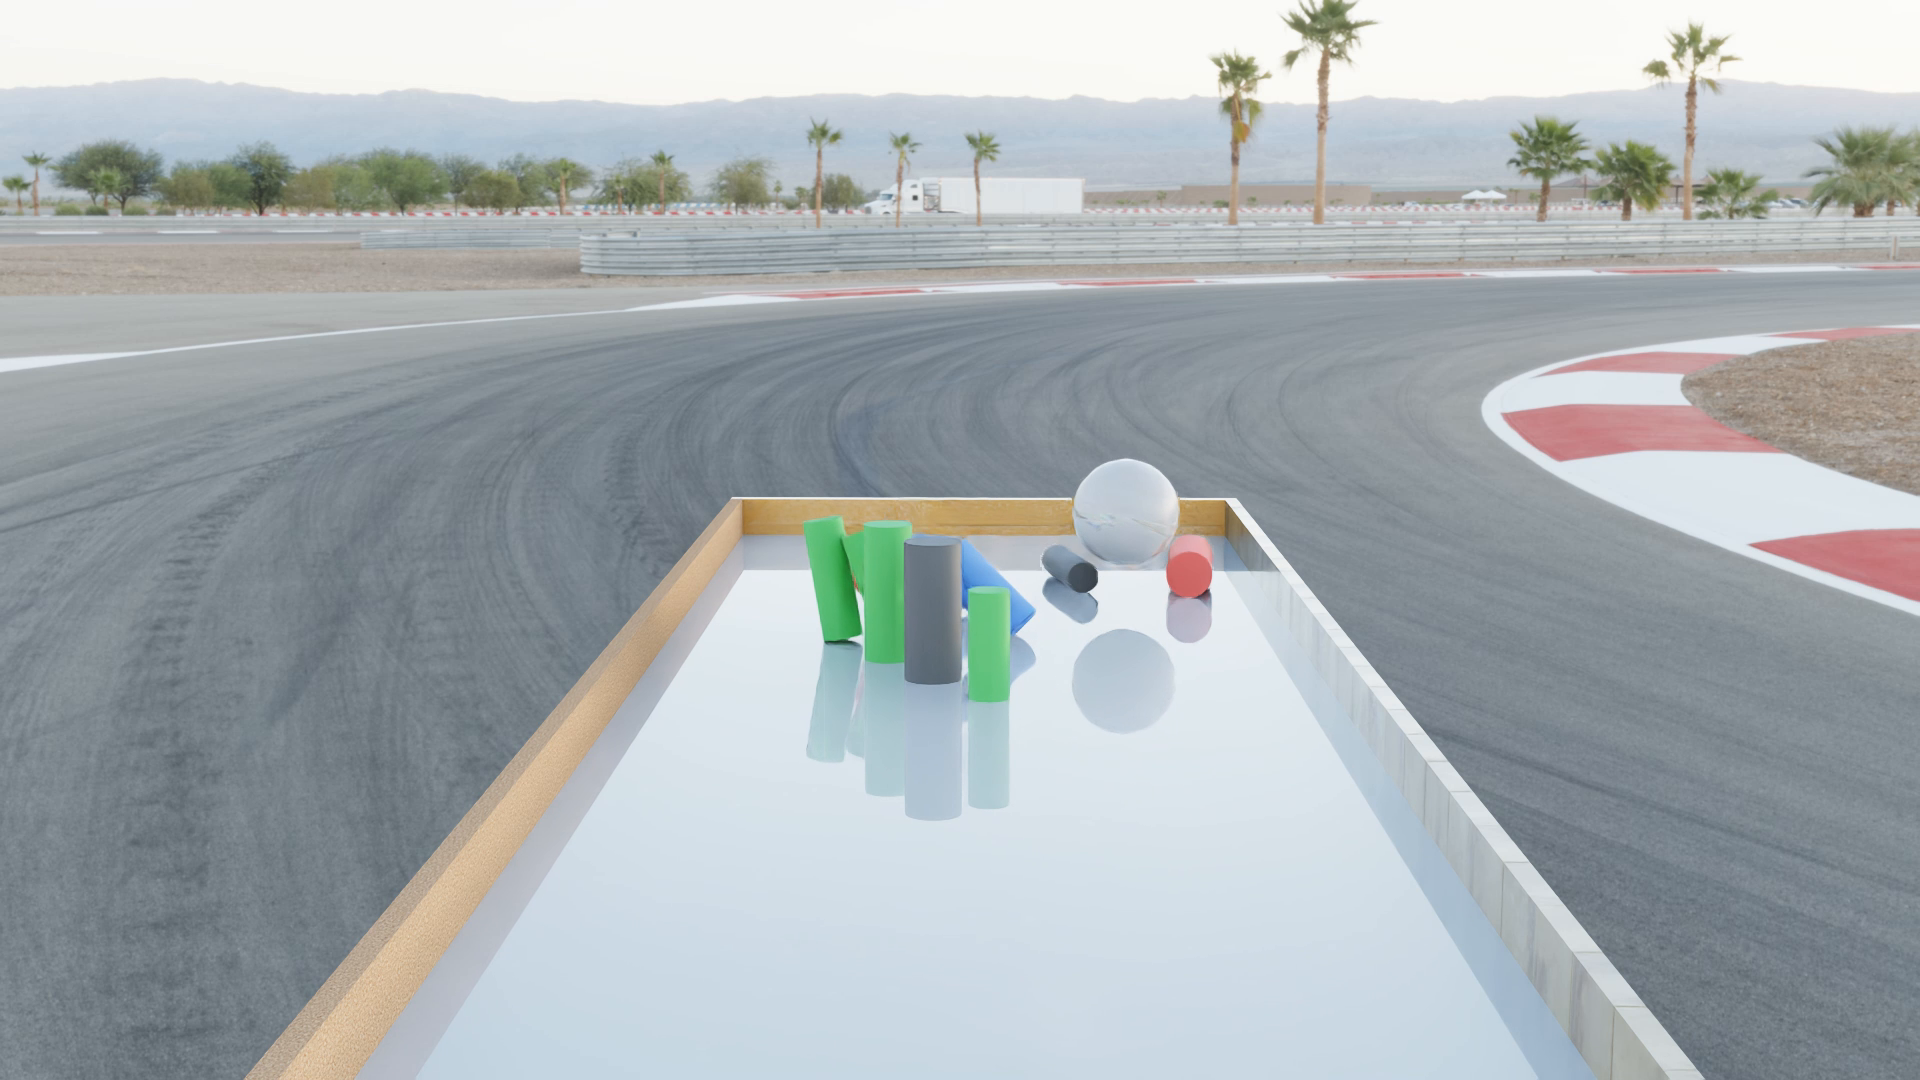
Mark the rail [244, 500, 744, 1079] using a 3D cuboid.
[{"bbox_3d":[-1.004,0.839,3.234,0.050,0.150,12.000,0,9,1],"label":"rail"}]

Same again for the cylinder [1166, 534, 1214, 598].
[{"bbox_3d":[0.828,0.091,7.915,0.164,0.164,0.399,1,9,7],"label":"cylinder"}]

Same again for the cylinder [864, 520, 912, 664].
[{"bbox_3d":[-0.219,0.157,6.691,0.147,0.416,0.147,0,9,0],"label":"cylinder"}]

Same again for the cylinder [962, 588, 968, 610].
[{"bbox_3d":[-0.098,0.103,7.538,0.450,0.140,0.140,25,22,32],"label":"cylinder"}]

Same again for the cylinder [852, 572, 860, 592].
[{"bbox_3d":[-0.244,0.159,7.152,0.136,0.136,0.352,-7,35,-37],"label":"cylinder"}]

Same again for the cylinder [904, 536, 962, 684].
[{"bbox_3d":[-0.079,0.205,6.417,0.169,0.408,0.169,0,9,0],"label":"cylinder"}]

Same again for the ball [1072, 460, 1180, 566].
[{"bbox_3d":[0.580,-0.096,7.683,0.374,0.374,0.374,0,9,0],"label":"ball"}]

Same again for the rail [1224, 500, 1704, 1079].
[{"bbox_3d":[1.046,0.843,3.208,0.050,0.150,12.000,0,9,1],"label":"rail"}]

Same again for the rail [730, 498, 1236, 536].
[{"bbox_3d":[0.099,-0.098,9.147,2.100,0.150,0.050,0,9,1],"label":"rail"}]

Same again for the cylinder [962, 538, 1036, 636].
[{"bbox_3d":[0.092,0.152,7.079,0.328,0.117,0.117,45,23,11],"label":"cylinder"}]

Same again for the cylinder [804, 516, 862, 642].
[{"bbox_3d":[-0.402,0.122,6.970,0.126,0.379,0.126,-10,4,1],"label":"cylinder"}]

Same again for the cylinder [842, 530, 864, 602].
[{"bbox_3d":[-0.263,0.146,6.905,0.109,0.354,0.109,-19,-1,0],"label":"cylinder"}]

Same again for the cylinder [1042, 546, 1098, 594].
[{"bbox_3d":[0.399,0.104,7.993,0.112,0.112,0.382,-2,9,-12],"label":"cylinder"}]

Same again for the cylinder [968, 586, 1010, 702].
[{"bbox_3d":[0.082,0.292,6.178,0.118,0.309,0.118,0,9,0],"label":"cylinder"}]
